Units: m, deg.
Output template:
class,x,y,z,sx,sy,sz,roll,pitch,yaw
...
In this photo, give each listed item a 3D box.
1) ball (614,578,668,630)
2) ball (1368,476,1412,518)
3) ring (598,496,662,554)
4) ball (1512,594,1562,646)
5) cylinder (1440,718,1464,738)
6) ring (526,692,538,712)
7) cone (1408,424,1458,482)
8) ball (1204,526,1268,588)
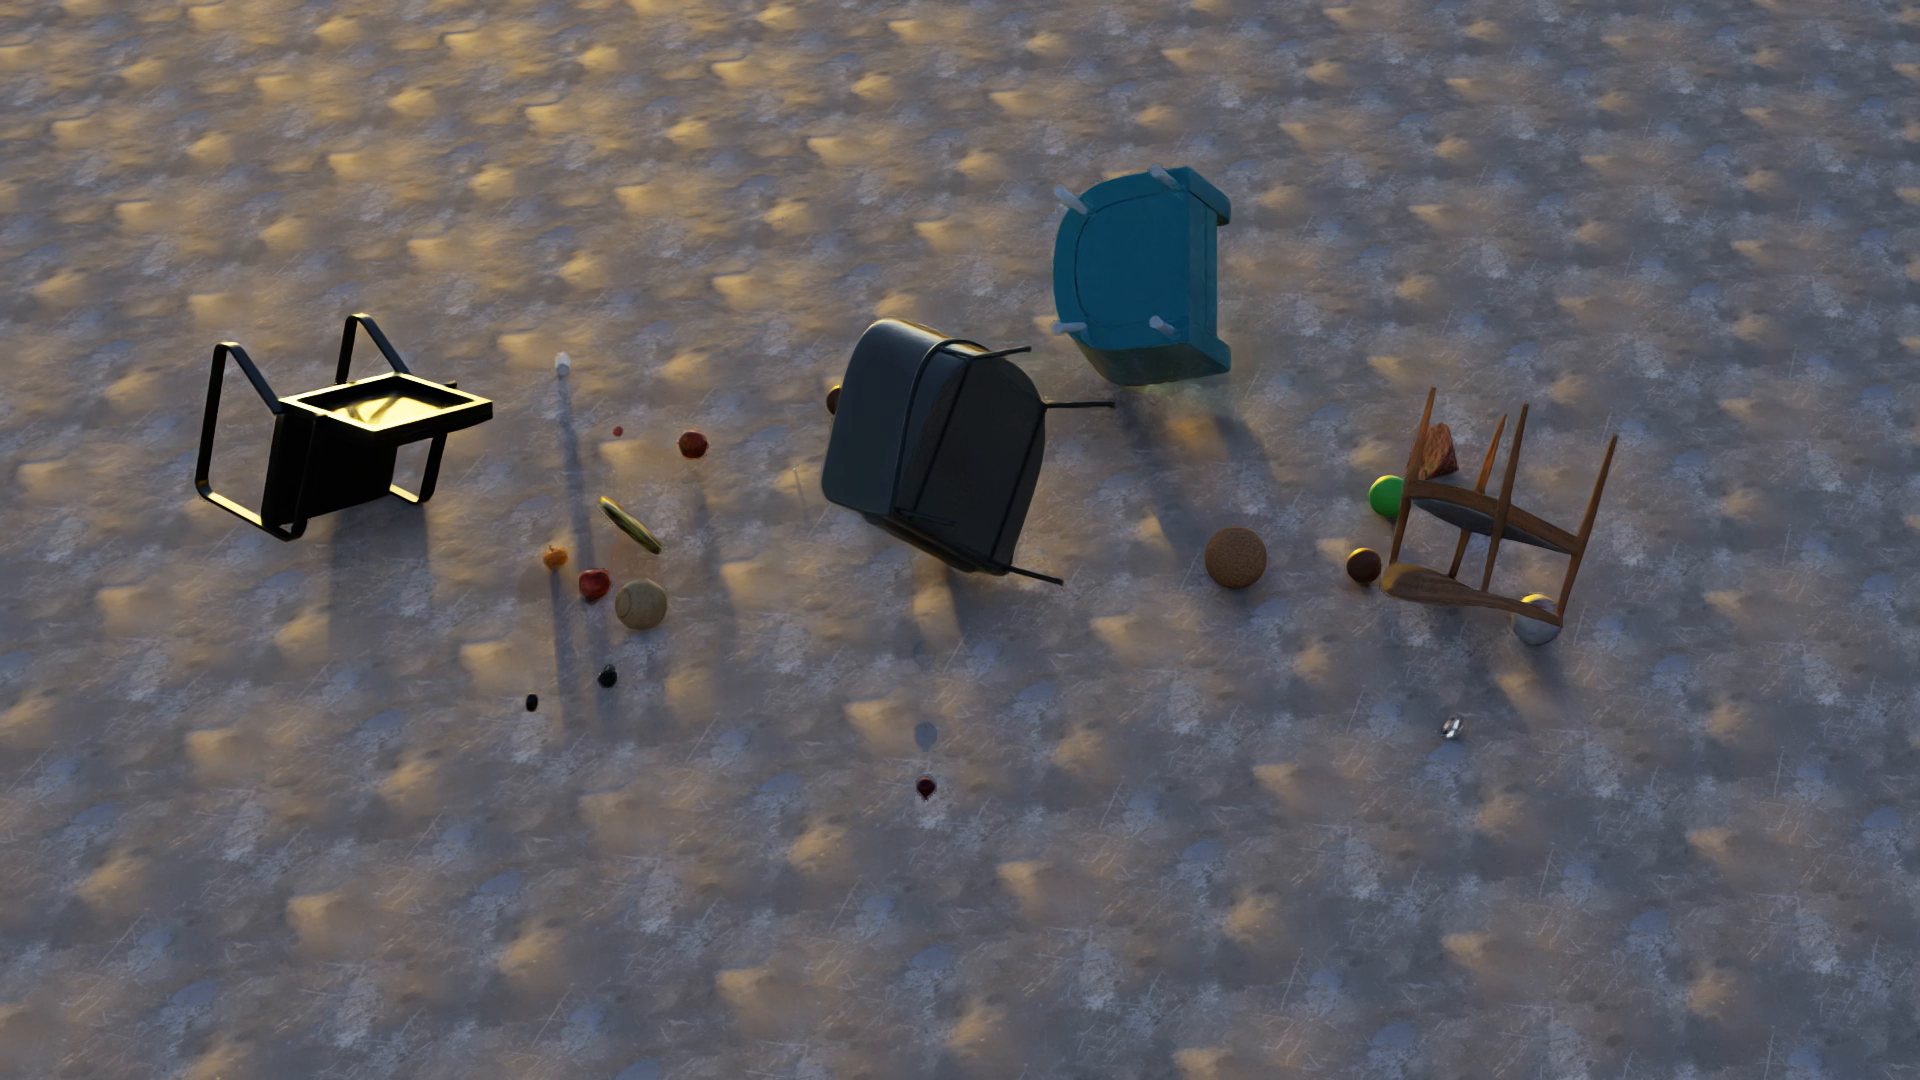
class,x,y,z,sx,sy,sz,roll,pitch,yaw
ball,-1.134,0.229,10.427,0.188,0.188,0.188,0,33,0
ball,1.621,-0.164,11.049,0.160,0.160,0.160,0,33,0
ring,-1.213,-0.055,10.771,0.053,0.193,0.412,-51,45,-1
ball,2.038,0.283,10.353,0.179,0.179,0.179,0,33,0
cylinder,1.668,0.634,9.940,0.071,0.035,0.064,-16,23,31
ring,-1.466,0.554,10.037,0.029,0.074,0.055,14,45,8
cone,1.867,-0.302,11.312,0.164,0.255,0.211,28,3,-27
ball,1.001,0.064,10.641,0.228,0.228,0.228,0,33,0
